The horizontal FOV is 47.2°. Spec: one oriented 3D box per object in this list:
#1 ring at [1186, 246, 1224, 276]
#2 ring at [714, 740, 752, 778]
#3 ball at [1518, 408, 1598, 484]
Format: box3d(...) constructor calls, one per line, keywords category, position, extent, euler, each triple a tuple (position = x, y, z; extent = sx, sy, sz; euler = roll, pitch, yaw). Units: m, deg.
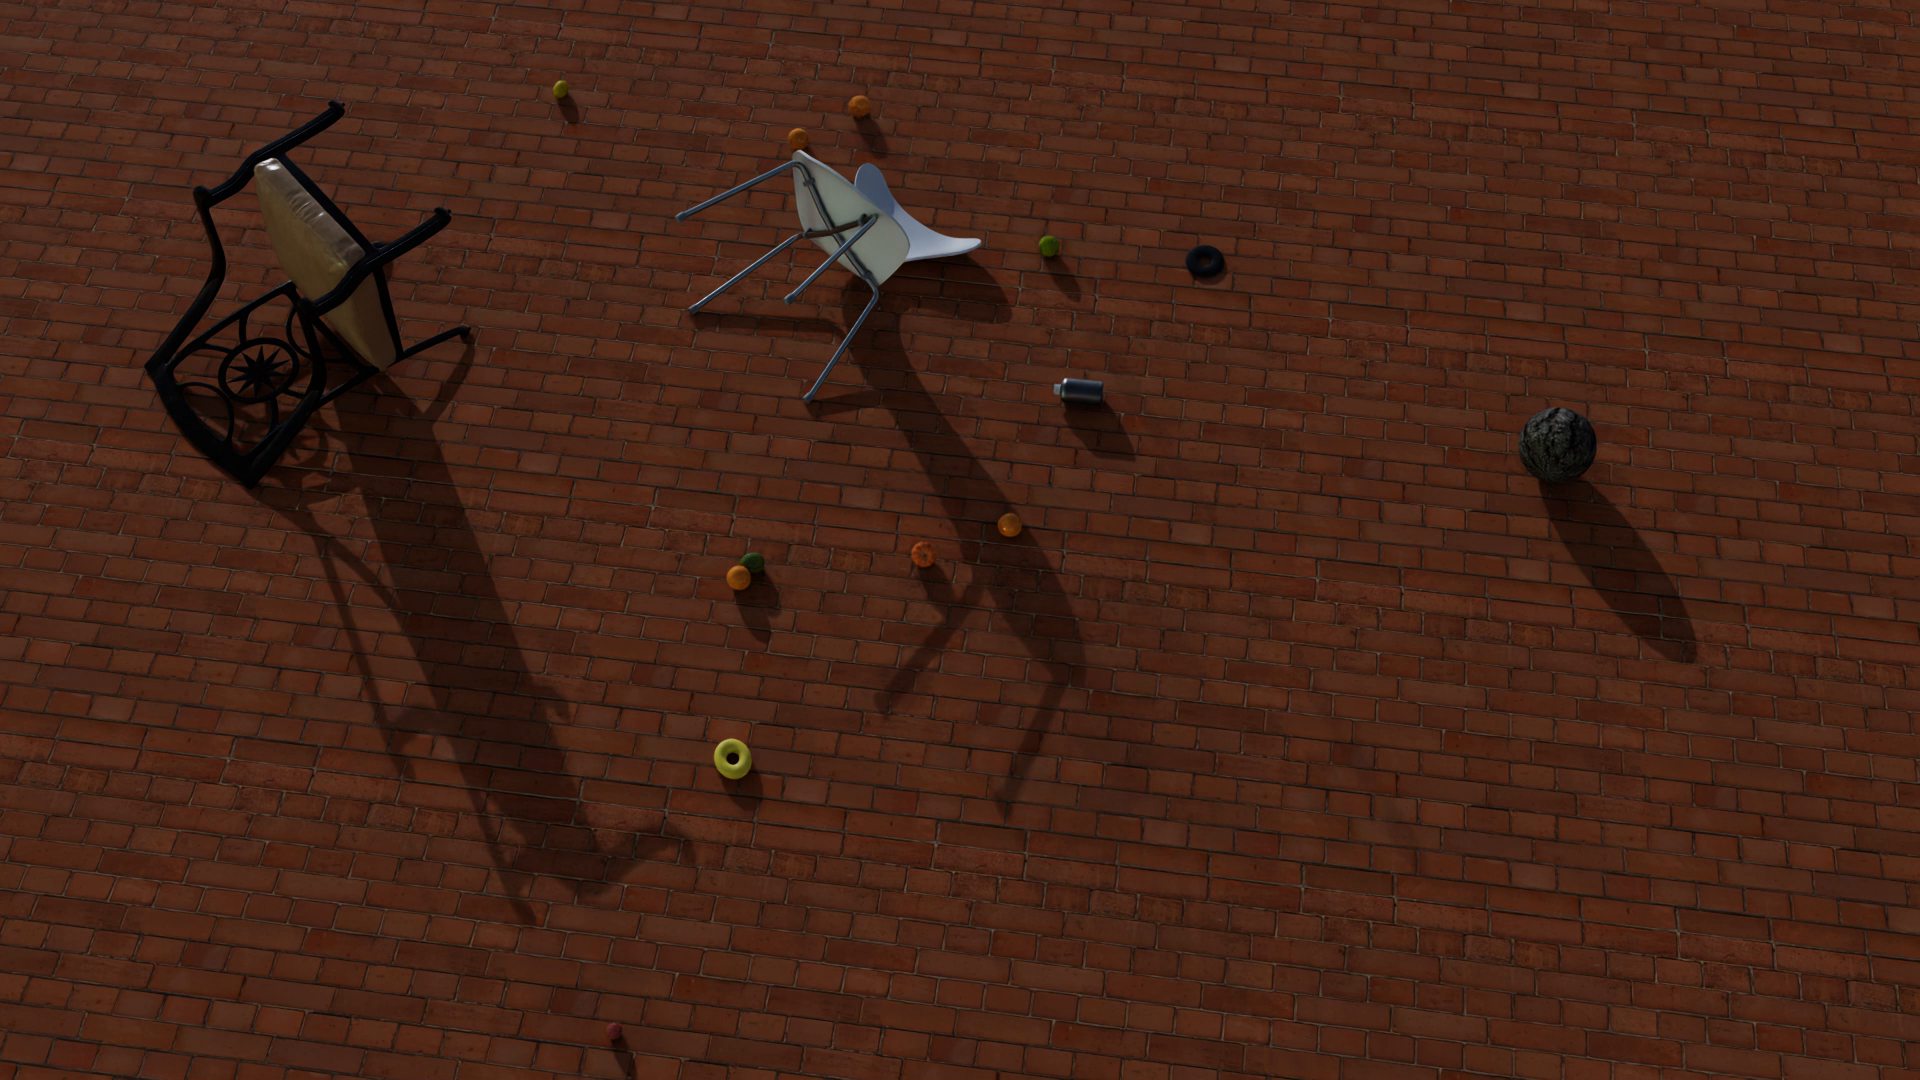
box3d(category="ring", position=(0.799, -0.910, 7.176), extent=(0.125, 0.016, 0.137), euler=(15, 57, 9))
box3d(category="ring", position=(-0.634, 0.612, 6.142), extent=(0.104, 0.037, 0.127), euler=(-19, 58, -11))
box3d(category="ball", position=(1.800, -0.285, 6.627), extent=(0.230, 0.230, 0.230), euler=(0, 56, 0))
